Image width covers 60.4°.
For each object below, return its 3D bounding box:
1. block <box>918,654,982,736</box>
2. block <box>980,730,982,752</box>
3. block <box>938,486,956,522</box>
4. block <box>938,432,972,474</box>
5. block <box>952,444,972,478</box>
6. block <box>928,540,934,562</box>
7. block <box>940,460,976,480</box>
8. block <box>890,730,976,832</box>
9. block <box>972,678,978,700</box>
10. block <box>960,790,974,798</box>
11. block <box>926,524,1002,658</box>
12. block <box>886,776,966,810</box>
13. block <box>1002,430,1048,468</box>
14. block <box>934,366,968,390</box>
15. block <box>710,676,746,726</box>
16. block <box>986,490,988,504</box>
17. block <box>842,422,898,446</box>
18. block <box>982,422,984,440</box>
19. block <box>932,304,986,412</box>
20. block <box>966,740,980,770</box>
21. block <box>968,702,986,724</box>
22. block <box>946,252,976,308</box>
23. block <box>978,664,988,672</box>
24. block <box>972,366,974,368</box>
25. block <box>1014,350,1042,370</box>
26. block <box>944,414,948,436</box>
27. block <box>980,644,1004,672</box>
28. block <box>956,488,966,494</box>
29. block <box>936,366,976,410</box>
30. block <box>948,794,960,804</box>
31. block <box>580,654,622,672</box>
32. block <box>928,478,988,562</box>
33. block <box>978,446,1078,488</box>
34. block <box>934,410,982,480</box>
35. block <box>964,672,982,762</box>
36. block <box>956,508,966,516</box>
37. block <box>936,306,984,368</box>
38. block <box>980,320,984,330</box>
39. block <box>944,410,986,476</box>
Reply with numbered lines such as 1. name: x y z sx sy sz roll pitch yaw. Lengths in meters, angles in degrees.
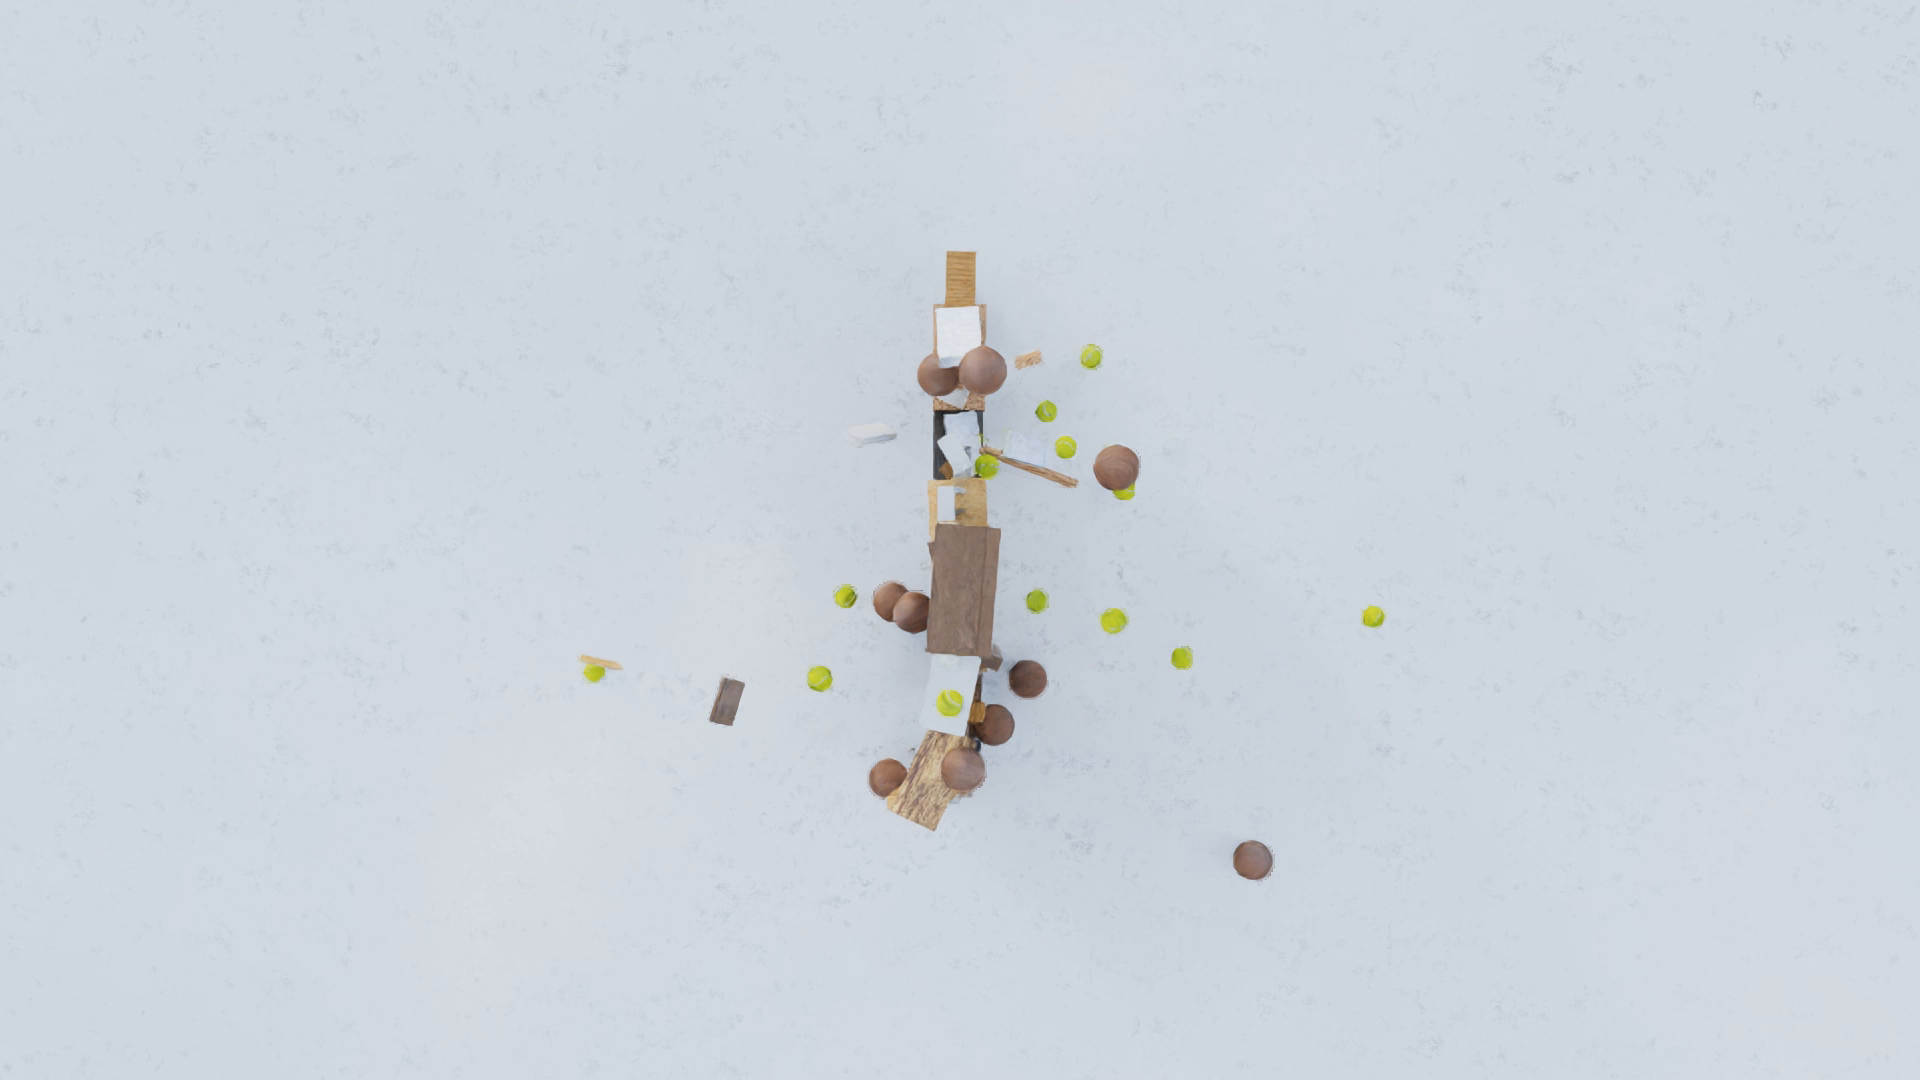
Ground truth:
1. block: -0.024 0.409 4.610 0.130 0.037 0.259 12 92 -1
2. block: 0.000 0.651 5.358 0.140 0.280 0.040 0 90 1
3. block: -0.038 -0.102 4.628 0.049 0.014 0.098 -1 90 14
4. block: -0.015 -0.245 4.661 0.054 0.015 0.109 -31 87 -1
5. block: 0.005 -0.225 4.708 0.054 0.015 0.109 0 127 1
6. block: 0.000 0.013 4.563 0.171 0.343 0.049 -11 91 0
7. block: -0.009 -0.205 5.054 0.027 0.190 0.095 -41 90 -12
8. block: -0.078 0.695 4.861 0.145 0.041 0.291 25 86 2
9. block: -0.016 0.399 4.768 0.130 0.269 0.037 11 66 1
10. block: -0.016 0.830 5.405 0.087 0.174 0.025 0 81 12
11. block: 0.009 0.133 4.365 0.171 0.049 0.343 5 90 0
12. block: -0.102 0.779 5.096 0.145 0.412 0.041 5 94 13
13. block: 0.192 -0.266 4.835 0.158 0.022 0.079 13 83 -41
14. block: -0.015 -0.546 4.937 0.090 0.026 0.181 13 93 -1
15. block: -0.619 0.430 4.387 0.062 0.017 0.123 17 92 -30
16. block: -0.006 -0.122 4.966 0.168 0.368 0.048 0 90 0
17. block: -0.278 -0.325 5.063 0.079 0.158 0.022 32 121 37
18. block: -0.001 -0.352 5.347 0.153 0.306 0.043 0 90 0
19. block: -0.001 -0.568 5.148 0.164 0.047 0.329 0 90 0
20. block: -0.014 0.635 5.032 0.145 0.291 0.041 17 92 1
21. block: 0.011 0.505 4.864 0.123 0.017 0.062 8 66 -2
22. block: 0.003 -0.773 4.933 0.089 0.025 0.178 0 89 0
23. block: 0.001 0.246 5.142 0.167 0.047 0.334 0 90 0
24. block: -0.001 -0.561 5.036 0.090 0.181 0.026 1 68 0
25. block: 0.204 -0.538 4.921 0.079 0.173 0.022 -17 101 5
26. block: -0.001 -0.354 5.054 0.095 0.190 0.027 -4 83 -1
27. block: 0.052 0.314 4.759 0.130 0.259 0.037 27 94 -4
28. block: -0.018 -0.139 4.681 0.049 0.098 0.014 -6 88 13
29. block: -0.012 -0.478 5.039 0.090 0.181 0.026 25 57 4
30. block: -0.043 0.758 5.308 0.087 0.025 0.174 1 90 13
31. block: -1.124 0.386 5.172 0.123 0.062 0.017 13 77 1
32. block: -0.002 -0.008 4.759 0.168 0.048 0.336 -3 90 0
33. block: 0.204 -0.219 4.910 0.307 0.054 0.015 20 77 -15
34. block: -0.006 -0.250 5.172 0.153 0.043 0.306 0 90 0
35. block: -0.005 0.557 5.198 0.140 0.040 0.280 2 90 1
36. block: -0.018 -0.076 4.681 0.049 0.098 0.014 -18 89 14
37. block: -0.003 -0.564 4.572 0.121 0.241 0.034 -4 131 0
38. block: 0.005 -0.641 4.838 0.121 0.325 0.034 13 97 -1
39. block: 0.016 -0.287 4.945 0.095 0.027 0.190 -10 90 -1
